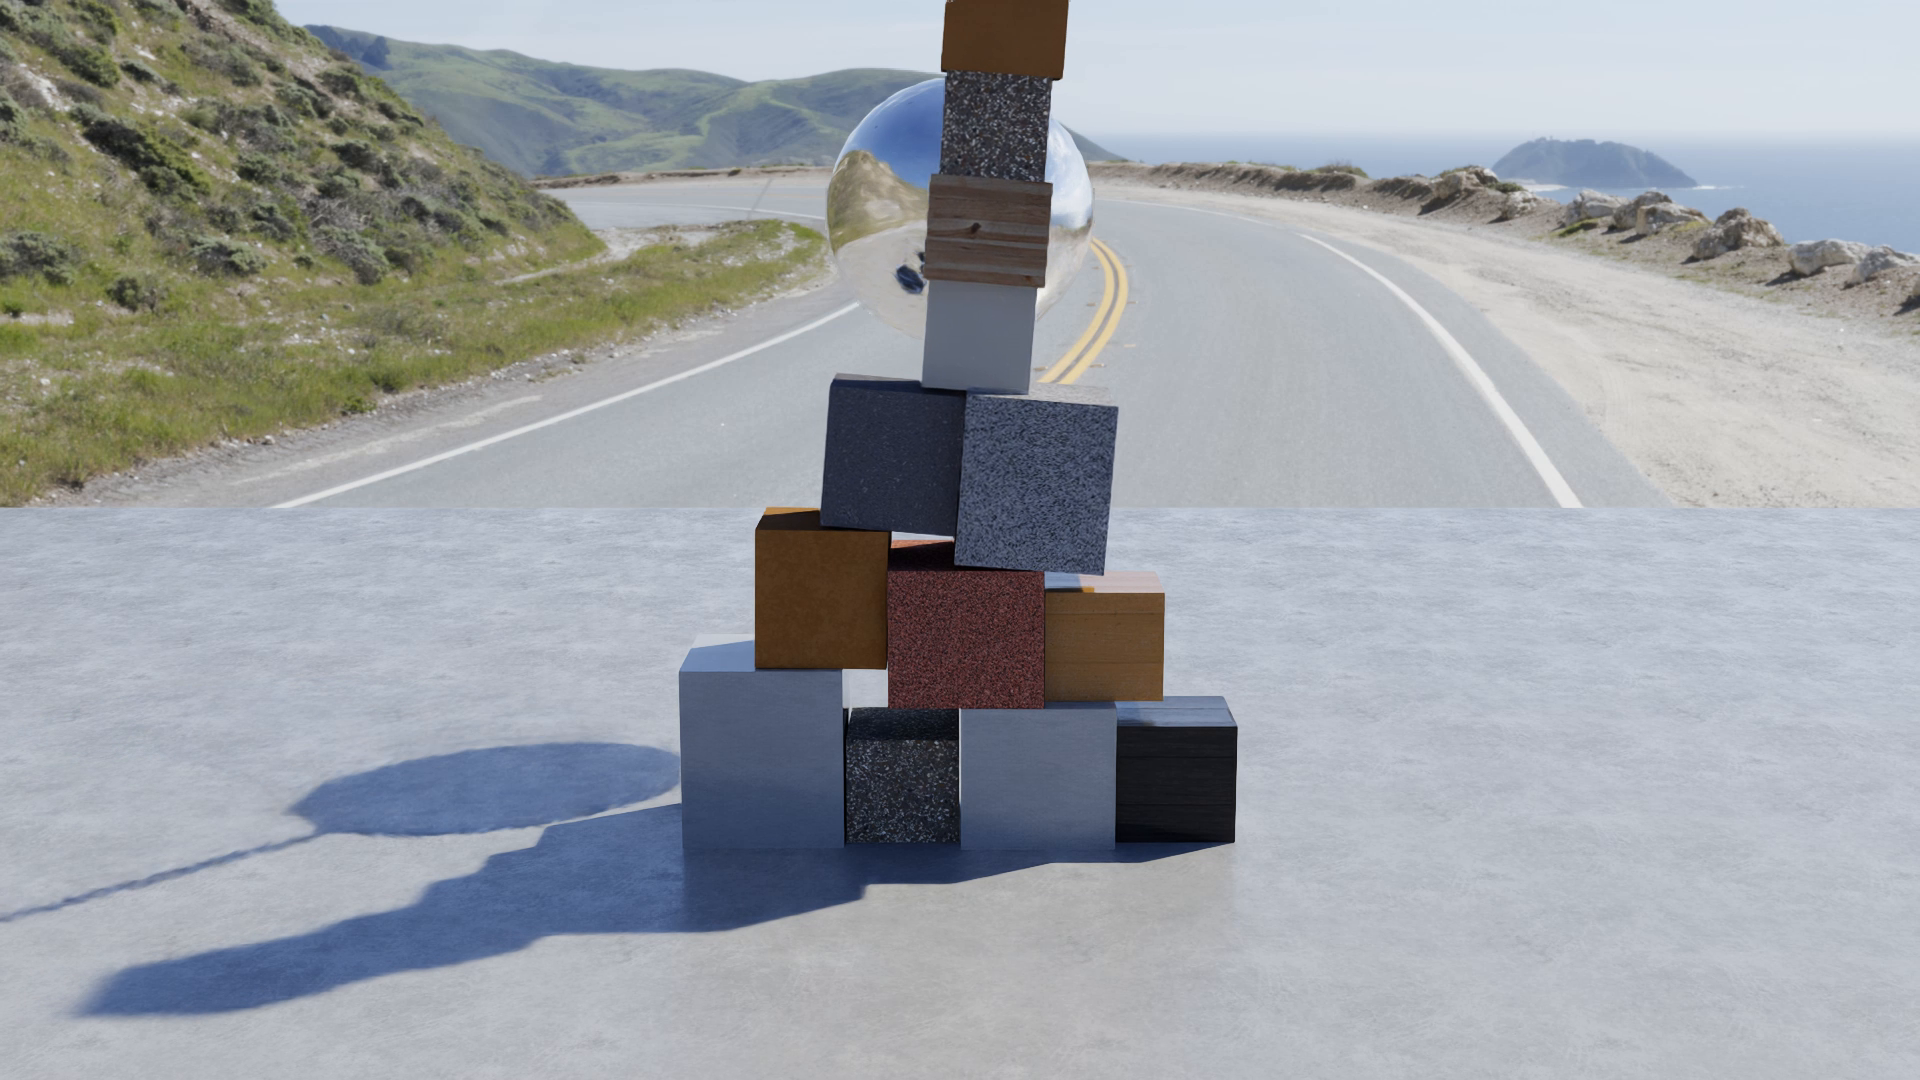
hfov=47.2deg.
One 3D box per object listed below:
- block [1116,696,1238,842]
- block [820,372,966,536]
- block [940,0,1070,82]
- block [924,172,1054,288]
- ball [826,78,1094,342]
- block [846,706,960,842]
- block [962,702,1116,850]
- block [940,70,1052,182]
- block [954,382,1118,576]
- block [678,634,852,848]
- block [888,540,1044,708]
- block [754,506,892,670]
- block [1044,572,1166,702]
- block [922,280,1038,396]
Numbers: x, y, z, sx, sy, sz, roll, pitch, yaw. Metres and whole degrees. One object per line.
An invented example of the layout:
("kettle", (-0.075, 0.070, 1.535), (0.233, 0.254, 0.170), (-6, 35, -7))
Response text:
("block", (1.090, 1.178, 11.388), (0.606, 0.607, 0.617), (0, 10, 0))
("block", (-0.331, -0.439, 11.092), (0.668, 0.692, 0.623), (5, 10, -1))
("block", (0.220, -2.531, 10.707), (0.586, 0.526, 0.531), (4, 10, -1))
("block", (0.135, -1.542, 10.891), (0.589, 0.504, 0.601), (4, 10, -1))
("ball", (0.000, -1.956, 13.157), (1.600, 1.600, 1.600), (0, 10, 0))
("block", (-0.289, 1.209, 11.420), (0.568, 0.534, 0.664), (0, 10, 0))
("block", (0.391, 1.122, 11.367), (0.772, 0.725, 0.819), (0, 10, 0))
("block", (0.172, -2.031, 10.793), (0.510, 0.494, 0.498), (4, 10, -1))
("block", (0.369, -0.338, 11.121), (0.737, 0.838, 0.845), (4, 10, -1))
("block", (-0.988, 1.025, 11.381), (0.811, 0.912, 0.838), (0, 10, 0))
("block", (0.029, 0.418, 11.272), (0.773, 0.694, 0.866), (0, 10, 0))
("block", (-0.688, 0.236, 11.218), (0.655, 0.695, 0.691), (1, 10, 0))
("block", (0.723, 0.487, 11.272), (0.596, 0.558, 0.552), (0, 10, 0))
("block", (0.094, -1.038, 11.011), (0.529, 0.534, 0.486), (4, 10, -1))
